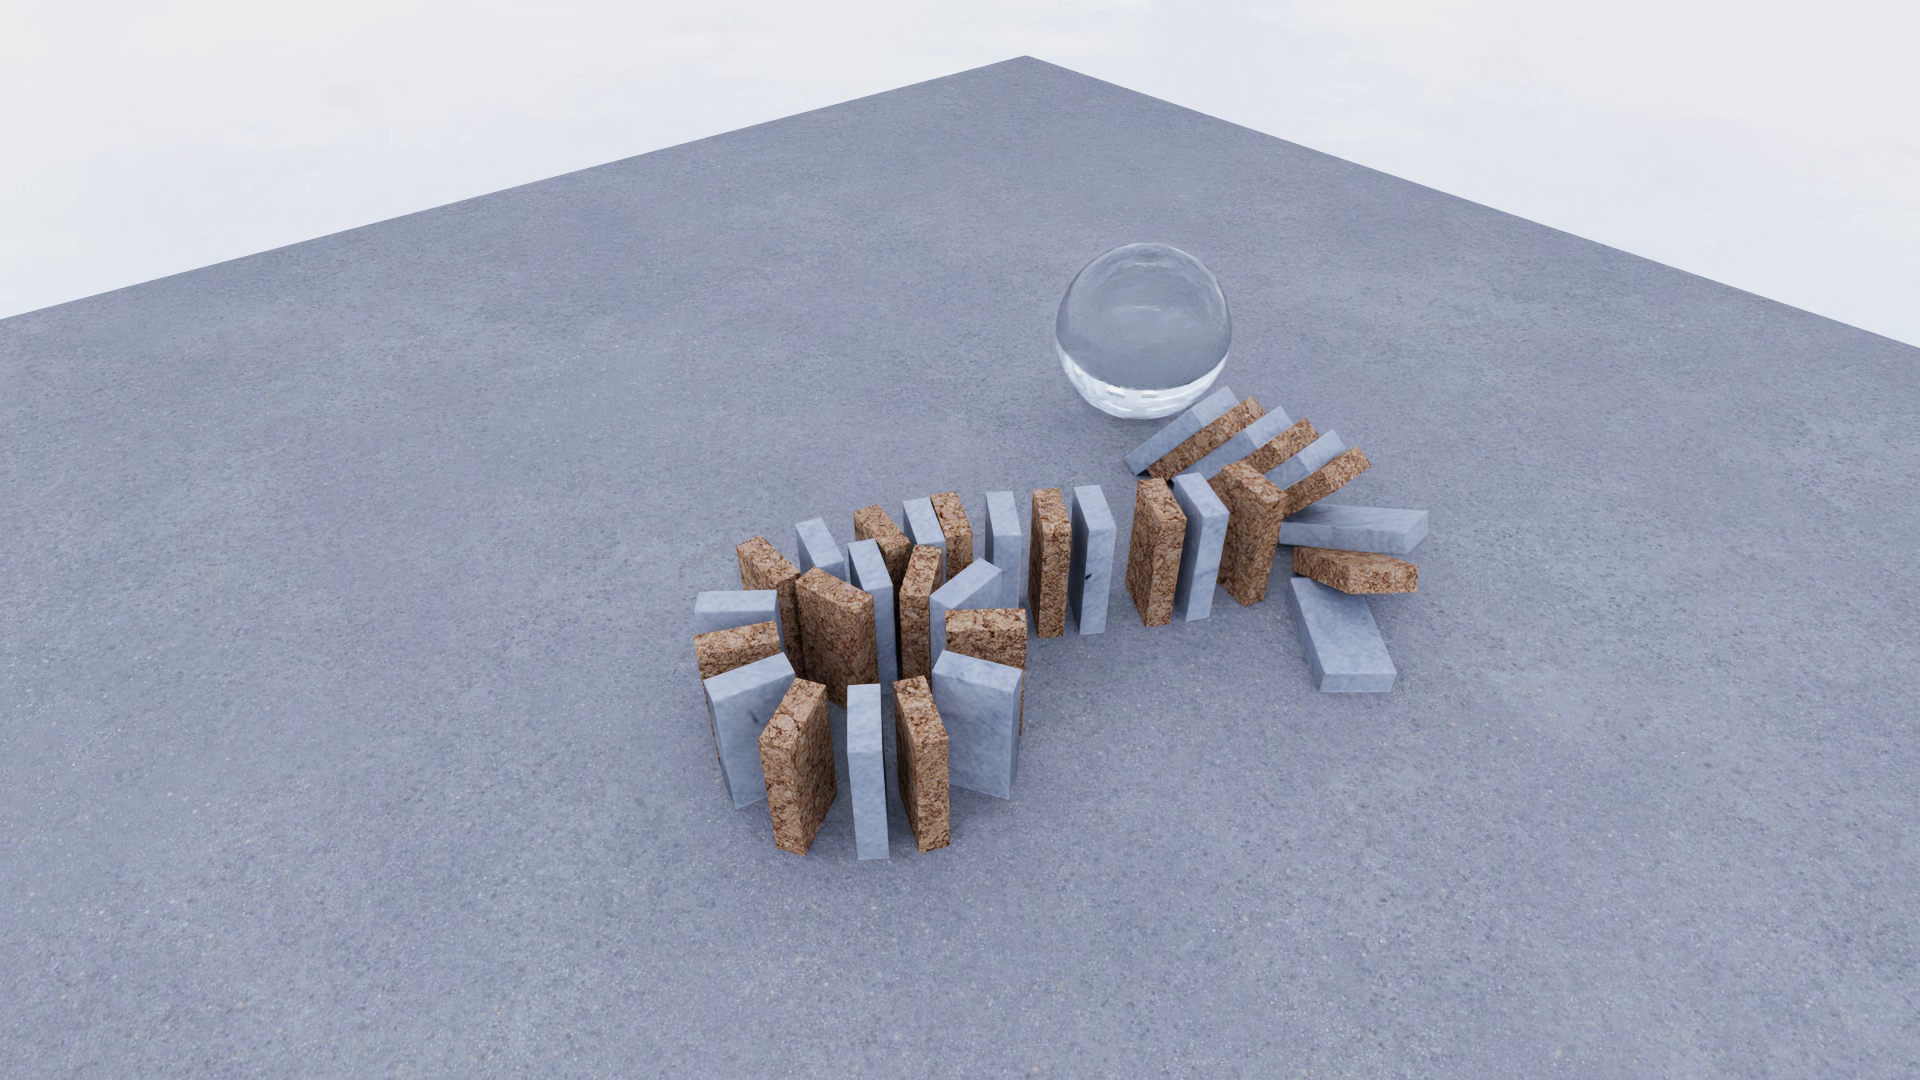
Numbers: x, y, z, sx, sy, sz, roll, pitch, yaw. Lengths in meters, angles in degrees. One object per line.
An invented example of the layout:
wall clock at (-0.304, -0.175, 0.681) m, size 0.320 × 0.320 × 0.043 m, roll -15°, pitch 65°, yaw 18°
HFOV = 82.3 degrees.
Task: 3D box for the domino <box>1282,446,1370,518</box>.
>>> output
domino at (0.136, -0.019, 0.438) m, size 0.025 × 0.050 × 0.009 m, roll -29°, pitch 85°, yaw -32°

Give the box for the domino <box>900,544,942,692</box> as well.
domino at (-0.013, 0.029, 0.376) m, size 0.010 × 0.050 × 0.025 m, roll 6°, pitch 40°, yaw 7°

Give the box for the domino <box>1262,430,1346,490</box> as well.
domino at (0.130, -0.026, 0.447) m, size 0.025 × 0.050 × 0.009 m, roll -31°, pitch 86°, yaw -32°

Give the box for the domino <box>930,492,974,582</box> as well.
domino at (-0.003, 0.010, 0.399) m, size 0.009 × 0.050 × 0.025 m, roll -9°, pitch 40°, yaw -10°

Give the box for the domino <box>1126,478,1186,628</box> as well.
domino at (0.072, 0.005, 0.405) m, size 0.009 × 0.050 × 0.025 m, roll -7°, pitch 40°, yaw -9°

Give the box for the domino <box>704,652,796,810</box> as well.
domino at (-0.062, 0.059, 0.339) m, size 0.025 × 0.050 × 0.009 m, roll -19°, pitch 43°, yaw -21°

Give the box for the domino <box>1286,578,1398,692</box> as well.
domino at (0.138, 0.034, 0.402) m, size 0.025 × 0.010 × 0.050 m, roll 0°, pitch 39°, yaw 0°

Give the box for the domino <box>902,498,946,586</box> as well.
domino at (-0.013, 0.012, 0.396) m, size 0.009 × 0.050 × 0.025 m, roll -9°, pitch 40°, yaw -11°

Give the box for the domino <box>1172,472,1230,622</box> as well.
domino at (0.086, 0.003, 0.408) m, size 0.009 × 0.050 × 0.025 m, roll -10°, pitch 40°, yaw -12°

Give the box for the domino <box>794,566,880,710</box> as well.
domino at (-0.041, 0.035, 0.369) m, size 0.025 × 0.050 × 0.009 m, roll 25°, pitch 45°, yaw 27°

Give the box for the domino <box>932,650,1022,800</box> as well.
domino at (0.005, 0.058, 0.341) m, size 0.025 × 0.050 × 0.010 m, roll 12°, pitch 41°, yaw 15°

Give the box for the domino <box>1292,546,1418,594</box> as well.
domino at (0.146, 0.011, 0.410) m, size 0.025 × 0.010 × 0.050 m, roll -1°, pitch 8°, yaw -5°

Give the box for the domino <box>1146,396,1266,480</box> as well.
domino at (0.103, -0.041, 0.466) m, size 0.025 × 0.050 × 0.009 m, roll -32°, pitch 86°, yaw -33°

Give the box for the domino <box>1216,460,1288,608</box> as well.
domino at (0.107, -0.002, 0.414) m, size 0.010 × 0.050 × 0.025 m, roll -19°, pitch 43°, yaw -21°

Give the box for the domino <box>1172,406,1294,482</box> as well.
domino at (0.113, -0.037, 0.460) m, size 0.025 × 0.050 × 0.010 m, roll -31°, pitch 86°, yaw -32°

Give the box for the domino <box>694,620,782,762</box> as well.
domino at (-0.068, 0.049, 0.351) m, size 0.025 × 0.050 × 0.009 m, roll -10°, pitch 40°, yaw -12°

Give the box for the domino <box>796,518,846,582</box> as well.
domino at (-0.048, 0.020, 0.387) m, size 0.010 × 0.050 × 0.025 m, roll -15°, pitch 42°, yaw -18°

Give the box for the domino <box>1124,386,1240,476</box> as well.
domino at (0.094, -0.046, 0.472) m, size 0.025 × 0.050 × 0.009 m, roll -32°, pitch 86°, yaw -33°

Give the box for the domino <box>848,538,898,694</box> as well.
domino at (-0.030, 0.027, 0.378) m, size 0.010 × 0.050 × 0.025 m, roll -11°, pitch 41°, yaw -13°

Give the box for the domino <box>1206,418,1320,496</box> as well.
domino at (0.121, -0.031, 0.453) m, size 0.025 × 0.050 × 0.010 m, roll -31°, pitch 86°, yaw -33°

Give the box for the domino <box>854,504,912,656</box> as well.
domino at (-0.027, 0.015, 0.393) m, size 0.009 × 0.050 × 0.025 m, roll -20°, pitch 43°, yaw -23°

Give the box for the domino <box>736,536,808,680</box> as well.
domino at (-0.064, 0.026, 0.380) m, size 0.009 × 0.050 × 0.025 m, roll -28°, pitch 47°, yaw -29°

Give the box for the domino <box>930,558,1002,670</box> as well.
domino at (0.002, 0.033, 0.371) m, size 0.010 × 0.050 × 0.025 m, roll 29°, pitch 47°, yaw 30°

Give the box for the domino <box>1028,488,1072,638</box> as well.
domino at (0.032, 0.009, 0.401) m, size 0.009 × 0.050 × 0.025 m, roll -4°, pitch 39°, yaw -5°

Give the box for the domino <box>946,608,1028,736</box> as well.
domino at (0.008, 0.044, 0.358) m, size 0.025 × 0.050 × 0.010 m, roll -1°, pitch 39°, yaw -2°

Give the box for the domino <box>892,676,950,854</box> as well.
domino at (-0.011, 0.068, 0.329) m, size 0.010 × 0.050 × 0.025 m, roll -11°, pitch 41°, yaw -13°

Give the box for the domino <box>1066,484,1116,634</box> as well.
domino at (0.047, 0.008, 0.402) m, size 0.010 × 0.050 × 0.025 m, roll -5°, pitch 40°, yaw -6°

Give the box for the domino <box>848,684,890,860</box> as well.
domino at (-0.027, 0.069, 0.327) m, size 0.009 × 0.050 × 0.025 m, roll -3°, pitch 39°, yaw -3°

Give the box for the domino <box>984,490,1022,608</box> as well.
domino at (0.015, 0.010, 0.399) m, size 0.009 × 0.050 × 0.025 m, roll -3°, pitch 39°, yaw -4°

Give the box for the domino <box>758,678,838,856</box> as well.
domino at (-0.048, 0.068, 0.328) m, size 0.010 × 0.050 × 0.025 m, roll 12°, pitch 41°, yaw 14°

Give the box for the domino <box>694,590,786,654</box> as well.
domino at (-0.071, 0.039, 0.364) m, size 0.025 × 0.050 × 0.009 m, roll -1°, pitch 39°, yaw -2°

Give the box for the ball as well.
ball at (0.084, -0.095, 0.504) m, size 0.080 × 0.080 × 0.080 m, roll 0°, pitch 39°, yaw 0°

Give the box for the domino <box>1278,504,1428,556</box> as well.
domino at (0.154, -0.005, 0.433) m, size 0.050 × 0.009 × 0.025 m, roll 6°, pitch 23°, yaw 40°
